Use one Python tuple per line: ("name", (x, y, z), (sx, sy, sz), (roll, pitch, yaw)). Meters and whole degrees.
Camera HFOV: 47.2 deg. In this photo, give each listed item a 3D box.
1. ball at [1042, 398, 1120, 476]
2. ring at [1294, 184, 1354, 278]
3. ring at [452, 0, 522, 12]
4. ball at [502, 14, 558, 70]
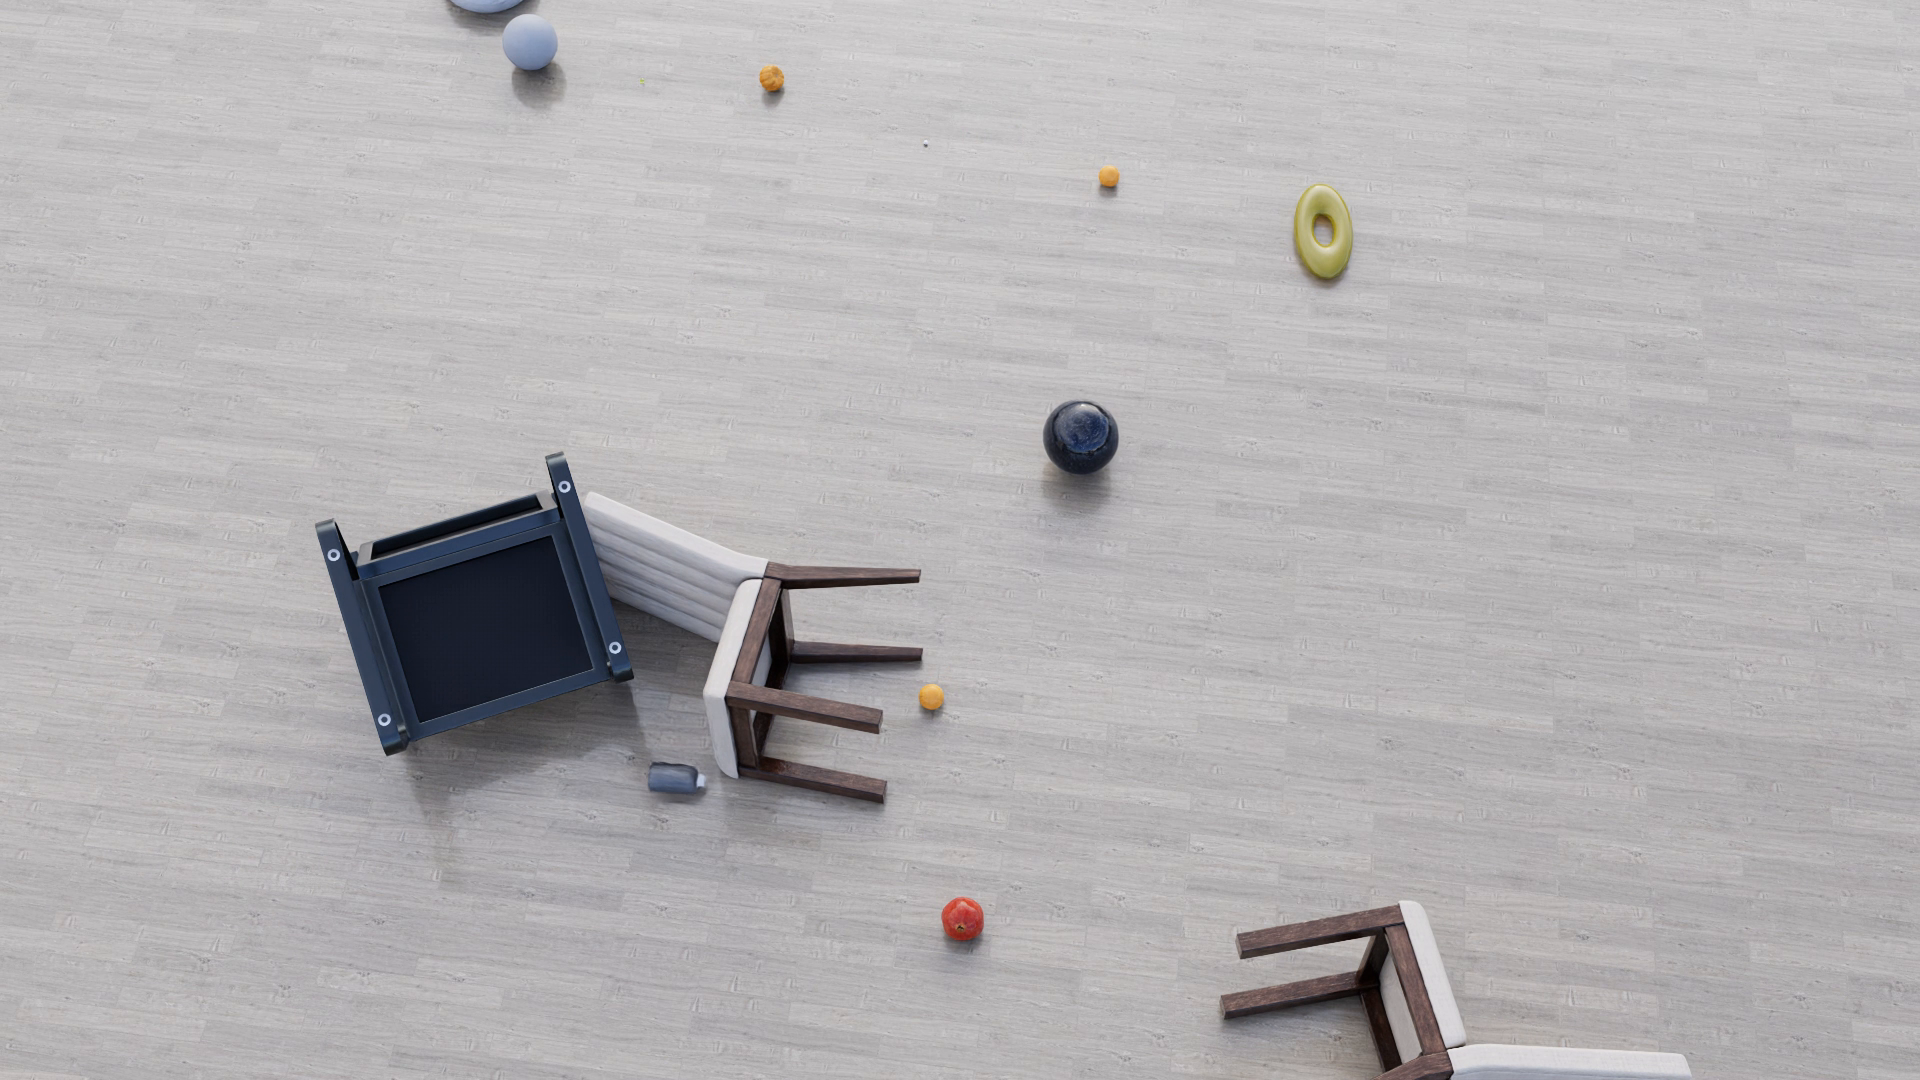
("ball", (0.366, -0.312, 6.642), (0.234, 0.234, 0.234), (0, 56, 0))
("ring", (1.194, -1.017, 7.225), (0.193, 0.053, 0.412), (1, 57, 2))
("ring", (-1.690, -2.035, 7.876), (0.353, 0.106, 0.387), (-7, 56, -6))
("ball", (-1.489, -1.724, 7.616), (0.191, 0.191, 0.191), (0, 56, 0))
